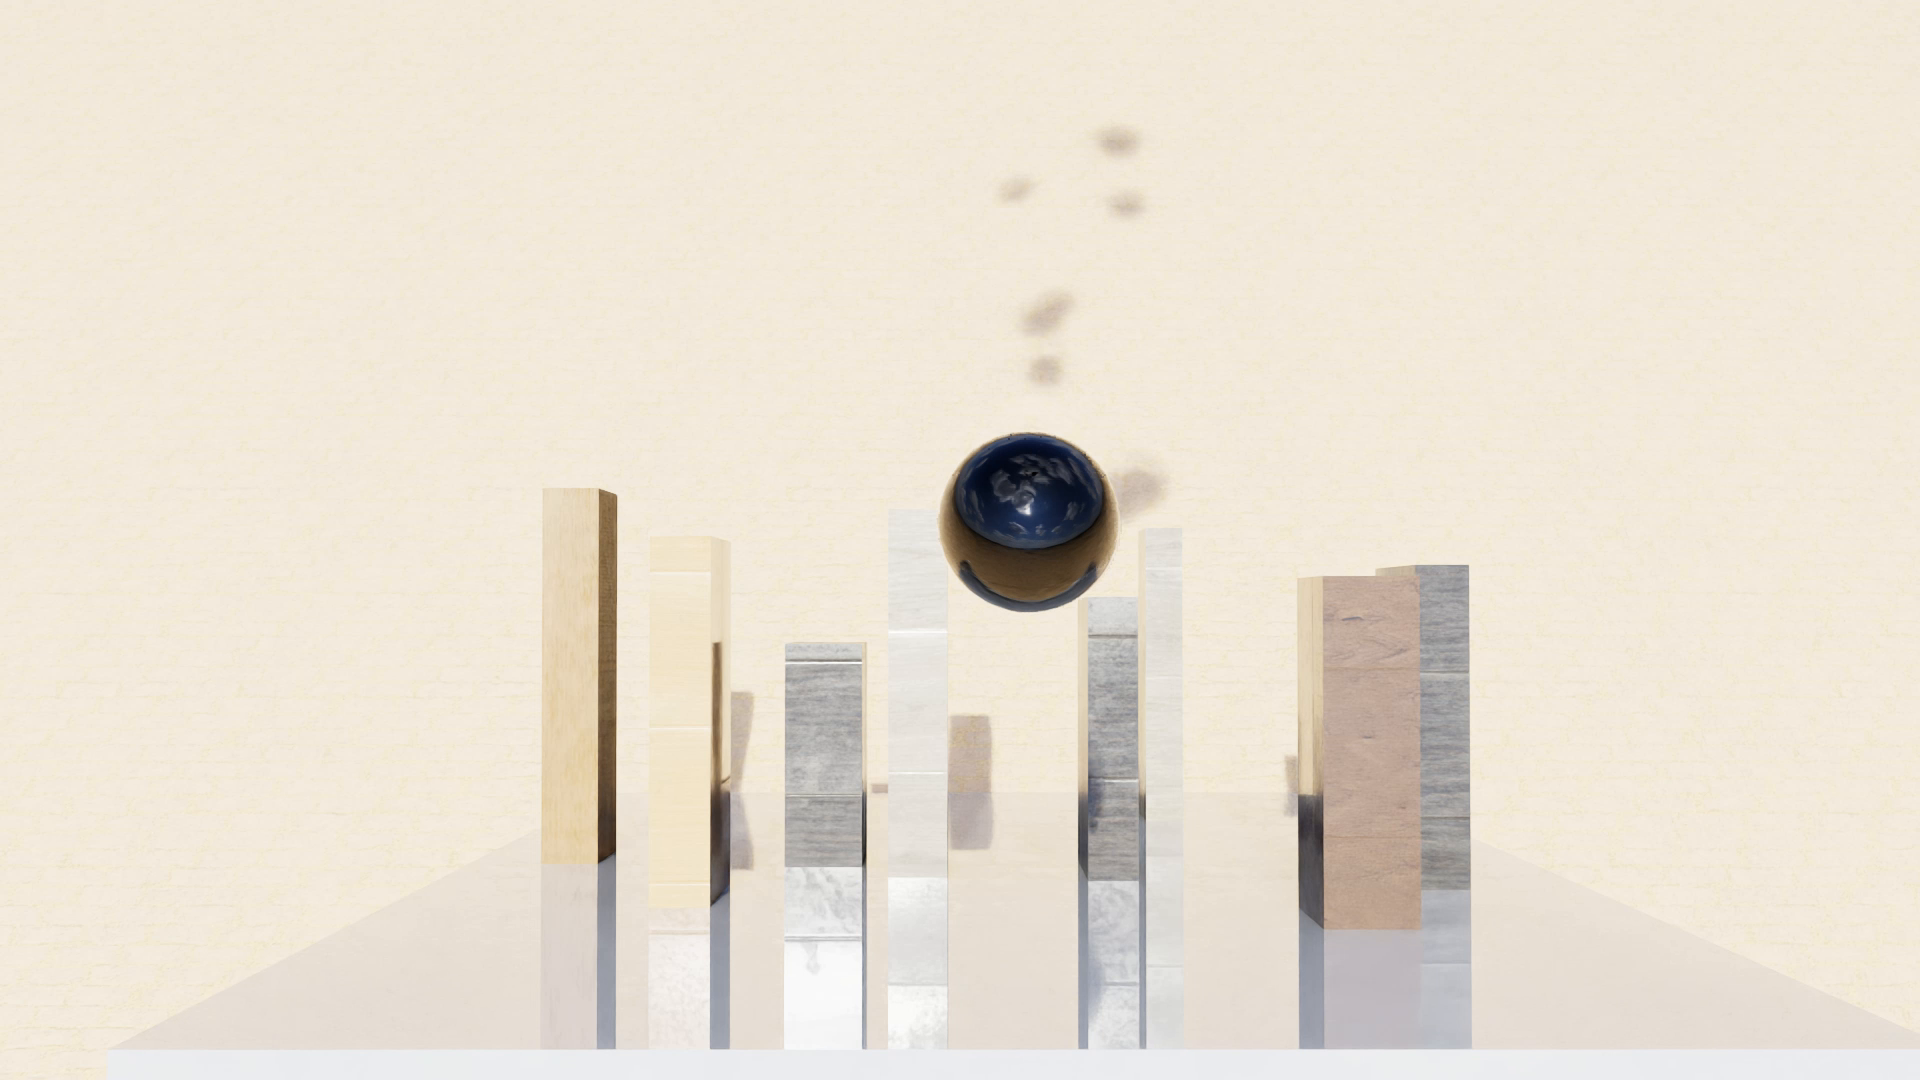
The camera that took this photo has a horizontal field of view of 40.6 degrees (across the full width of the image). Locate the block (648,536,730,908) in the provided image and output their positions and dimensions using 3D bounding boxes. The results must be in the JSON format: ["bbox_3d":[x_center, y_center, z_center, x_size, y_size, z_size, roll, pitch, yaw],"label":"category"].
[{"bbox_3d":[-0.450,0.296,4.359,0.098,0.596,0.371,0,-2,0],"label":"block"}]

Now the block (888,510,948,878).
[{"bbox_3d":[-0.075,0.279,4.823,0.105,0.657,0.372,0,-2,0],"label":"block"}]

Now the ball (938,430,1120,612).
[{"bbox_3d":[0.067,-0.018,2.544,0.178,0.178,0.178,0,34,0],"label":"ball"}]

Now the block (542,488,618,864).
[{"bbox_3d":[-0.734,0.259,5.023,0.106,0.707,0.271,0,-2,0],"label":"block"}]

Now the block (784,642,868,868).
[{"bbox_3d":[-0.254,0.404,4.959,0.143,0.415,0.274,0,-2,0],"label":"block"}]

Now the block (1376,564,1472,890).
[{"bbox_3d":[0.824,0.325,4.640,0.092,0.554,0.427,0,-2,0],"label":"block"}]

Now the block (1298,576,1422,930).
[{"bbox_3d":[0.615,0.321,4.025,0.145,0.528,0.293,0,-2,0],"label":"block"}]

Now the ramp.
[{"bbox_3d":[0.076,0.657,4.809,2.000,0.100,4.000,0,-2,0],"label":"ramp"}]

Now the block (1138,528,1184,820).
[{"bbox_3d":[0.464,0.308,6.017,0.084,0.664,0.242,0,-2,0],"label":"block"}]

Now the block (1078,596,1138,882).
[{"bbox_3d":[0.270,0.356,4.768,0.089,0.500,0.389,0,-2,0],"label":"block"}]
